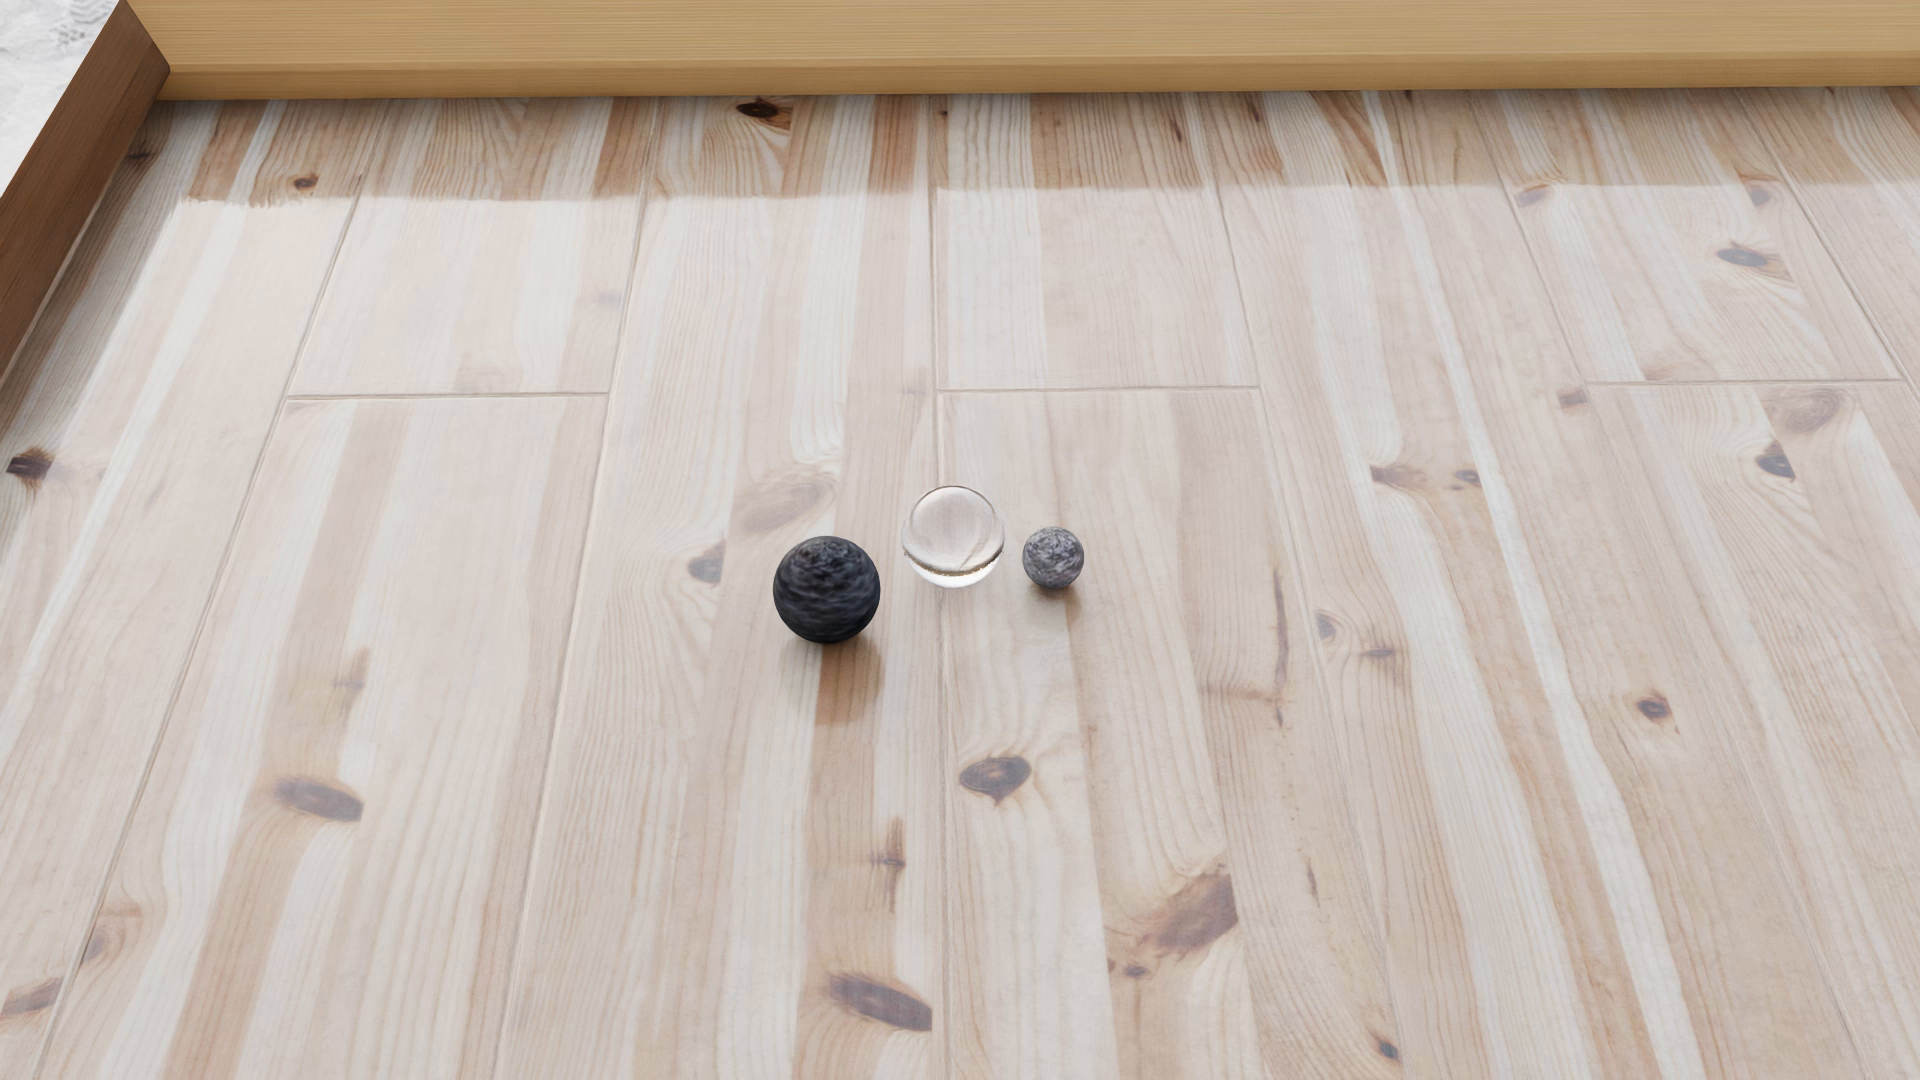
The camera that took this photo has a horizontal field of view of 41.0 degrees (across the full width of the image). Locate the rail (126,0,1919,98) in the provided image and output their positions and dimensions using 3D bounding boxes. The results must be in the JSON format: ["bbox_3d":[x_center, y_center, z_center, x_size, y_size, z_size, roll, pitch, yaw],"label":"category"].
[{"bbox_3d":[0.731,-0.455,2.355,2.982,0.103,0.045,-1,36,-1],"label":"rail"}]

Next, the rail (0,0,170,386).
[{"bbox_3d":[-0.722,-0.009,1.734,0.045,0.103,1.520,-1,36,-1],"label":"rail"}]

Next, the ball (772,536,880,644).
[{"bbox_3d":[-0.088,0.033,1.703,0.072,0.072,0.072,0,36,0],"label":"ball"}]

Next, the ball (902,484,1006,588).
[{"bbox_3d":[-0.005,-0.003,1.754,0.071,0.071,0.071,0,36,0],"label":"ball"}]

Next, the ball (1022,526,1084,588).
[{"bbox_3d":[0.064,0.012,1.757,0.043,0.043,0.043,0,36,0],"label":"ball"}]
